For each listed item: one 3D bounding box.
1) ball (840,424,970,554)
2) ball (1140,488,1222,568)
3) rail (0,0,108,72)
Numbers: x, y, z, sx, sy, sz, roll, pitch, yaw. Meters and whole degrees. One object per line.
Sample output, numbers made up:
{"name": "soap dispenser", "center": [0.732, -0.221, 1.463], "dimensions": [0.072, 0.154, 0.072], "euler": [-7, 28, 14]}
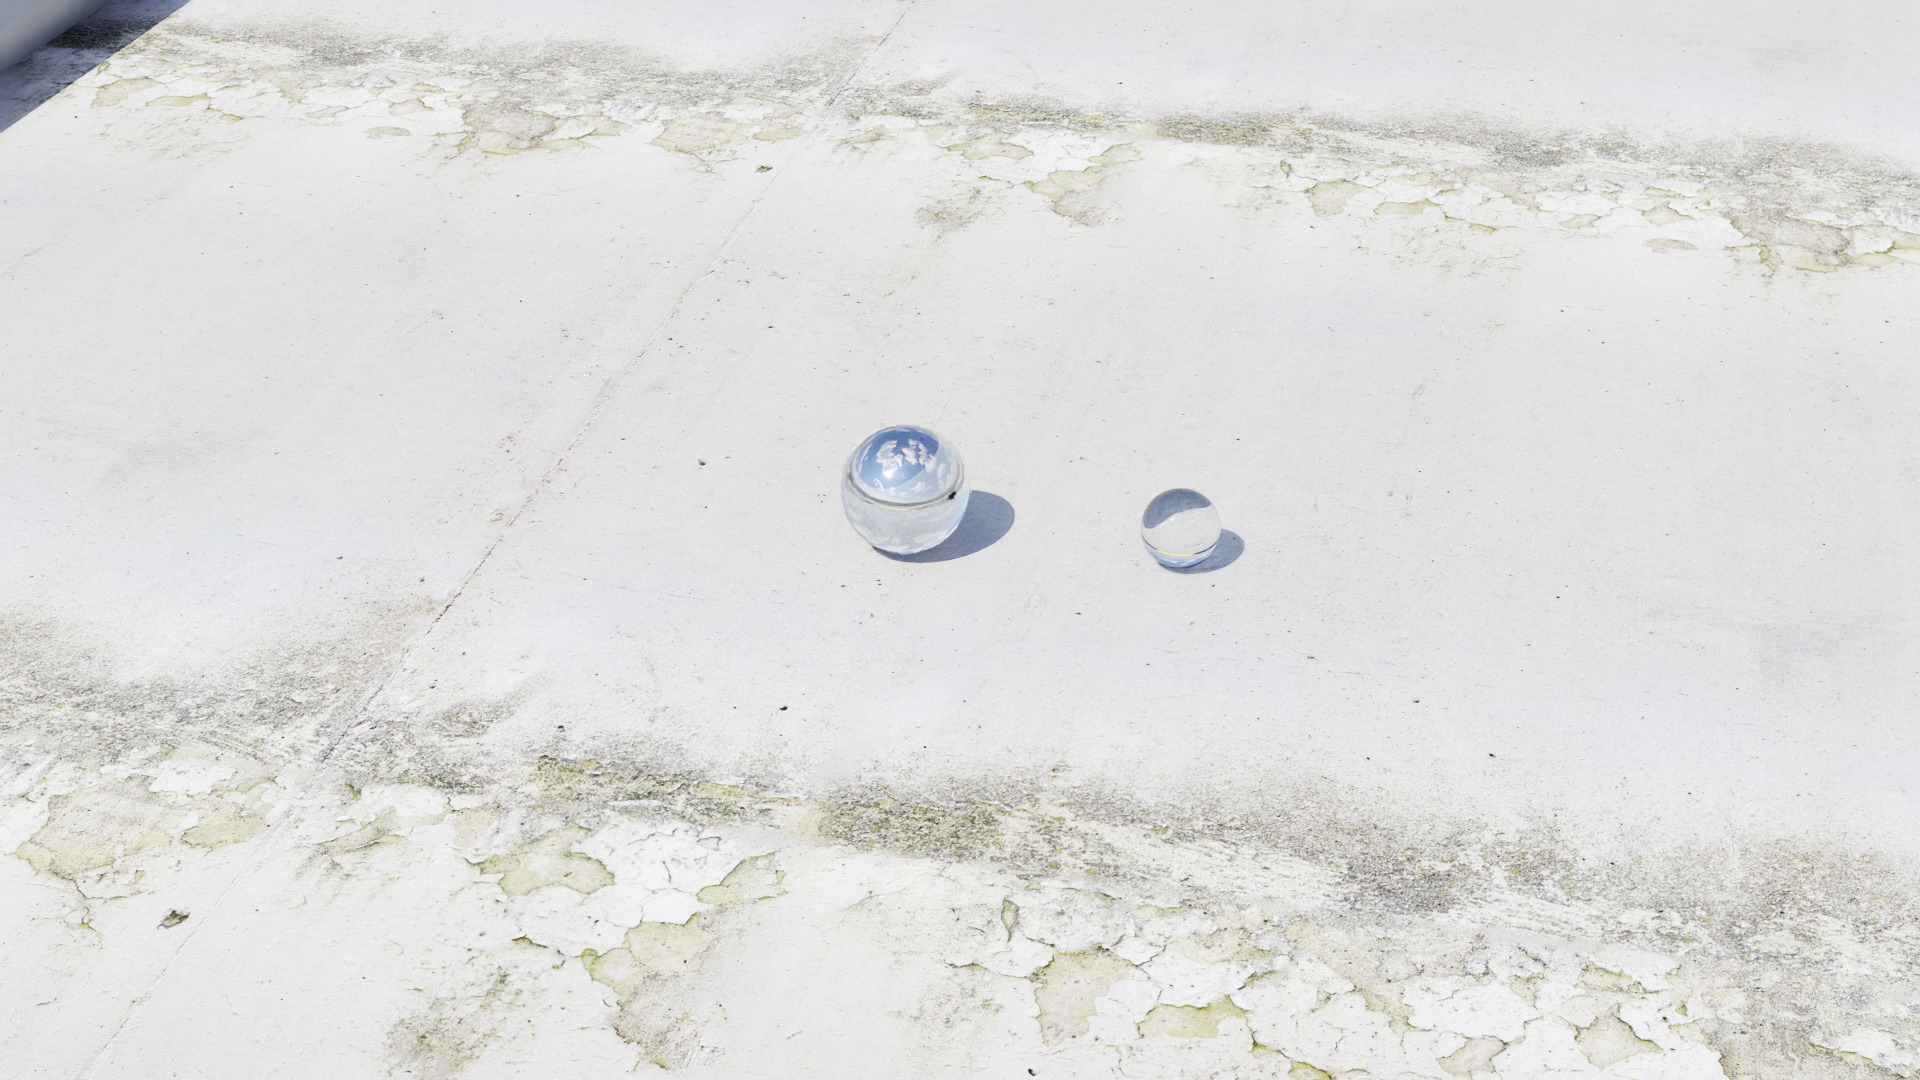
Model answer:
{"name": "ball", "center": [-0.032, -0.030, 1.729], "dimensions": [0.077, 0.077, 0.077], "euler": [0, 29, 0]}
{"name": "ball", "center": [0.129, -0.007, 1.718], "dimensions": [0.047, 0.047, 0.047], "euler": [0, 29, 0]}
{"name": "rail", "center": [-0.725, -0.559, 2.642], "dimensions": [0.045, 0.119, 3.645], "euler": [6, 30, 12]}
